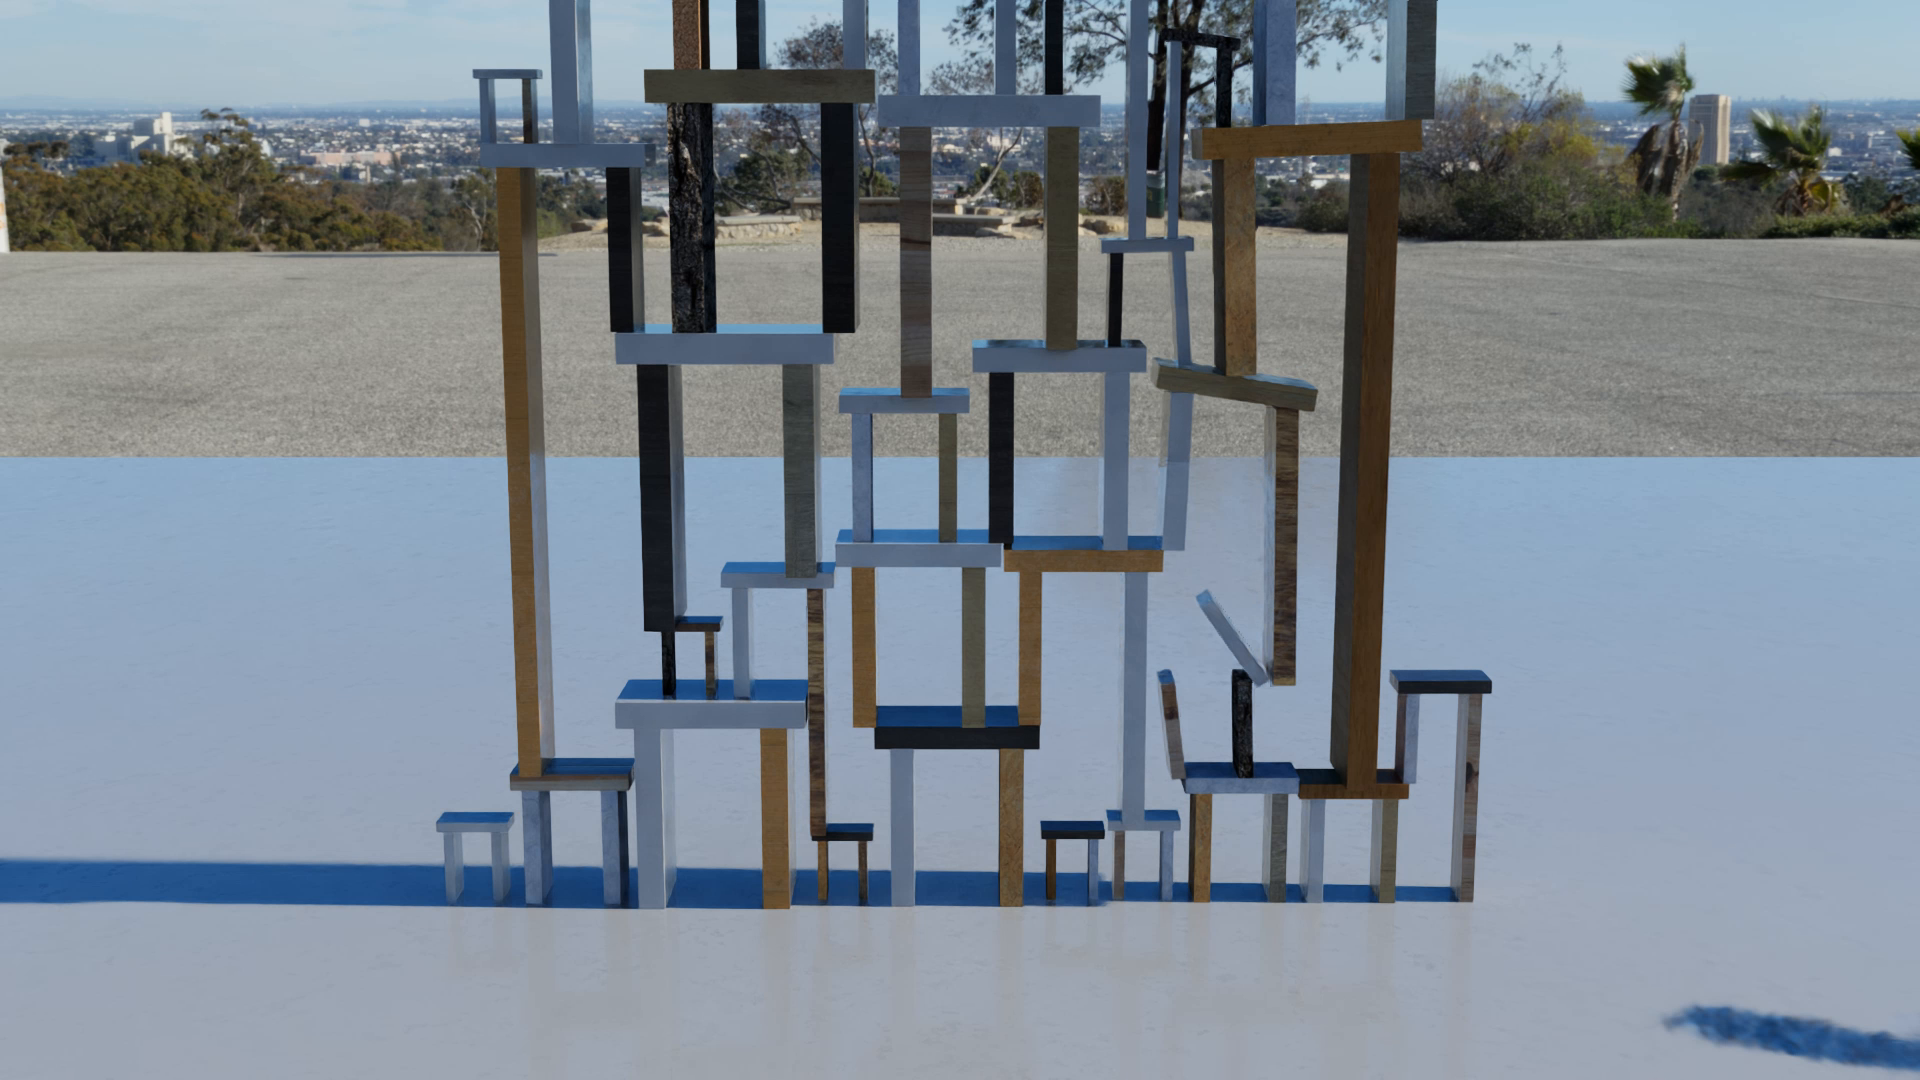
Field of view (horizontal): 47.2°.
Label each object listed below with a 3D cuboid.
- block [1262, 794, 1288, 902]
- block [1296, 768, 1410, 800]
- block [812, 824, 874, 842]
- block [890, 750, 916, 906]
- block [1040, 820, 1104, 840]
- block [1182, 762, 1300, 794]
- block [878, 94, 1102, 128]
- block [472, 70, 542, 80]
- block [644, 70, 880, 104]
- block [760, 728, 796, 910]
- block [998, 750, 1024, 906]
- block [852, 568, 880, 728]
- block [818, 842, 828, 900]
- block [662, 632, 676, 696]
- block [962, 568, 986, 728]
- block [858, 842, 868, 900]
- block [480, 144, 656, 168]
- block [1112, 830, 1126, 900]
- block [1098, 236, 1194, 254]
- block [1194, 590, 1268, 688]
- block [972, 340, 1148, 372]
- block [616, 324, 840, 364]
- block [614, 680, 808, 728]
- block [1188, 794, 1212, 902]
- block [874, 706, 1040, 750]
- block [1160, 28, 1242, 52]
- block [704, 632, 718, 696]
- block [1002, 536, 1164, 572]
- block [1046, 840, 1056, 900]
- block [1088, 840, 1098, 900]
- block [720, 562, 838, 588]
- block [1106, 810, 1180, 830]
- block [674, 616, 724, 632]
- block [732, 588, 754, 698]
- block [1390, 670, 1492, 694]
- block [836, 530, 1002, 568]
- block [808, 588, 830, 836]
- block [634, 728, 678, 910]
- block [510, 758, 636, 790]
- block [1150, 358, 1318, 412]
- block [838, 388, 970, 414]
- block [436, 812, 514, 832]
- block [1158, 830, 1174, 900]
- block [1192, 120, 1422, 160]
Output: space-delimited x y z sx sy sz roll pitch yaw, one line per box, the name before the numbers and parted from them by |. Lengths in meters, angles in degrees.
block | 0.523 0.498 3.656 0.026 0.186 0.093 0 11 0
block | 0.644 0.403 3.633 0.178 0.025 0.089 0 11 0
block | -0.194 0.484 3.646 0.101 0.014 0.050 0 10 0
block | -0.094 0.458 3.648 0.038 0.267 0.134 0 11 0
block | 0.186 0.481 3.646 0.104 0.015 0.052 0 11 0
block | 0.461 0.393 3.636 0.186 0.026 0.093 0 11 0
block | 0.045 -0.668 3.430 0.339 0.048 0.170 0 11 0
block | -0.704 -0.726 3.425 0.099 0.014 0.049 0 11 -1
block | -0.305 -0.706 3.431 0.351 0.050 0.176 0 11 0
block | -0.300 0.440 3.642 0.043 0.305 0.153 0 11 0
block | 0.084 0.458 3.648 0.038 0.267 0.134 0 11 0
block | -0.154 0.161 3.586 0.037 0.264 0.132 0 11 0
block | -0.227 0.541 3.657 0.014 0.101 0.050 0 11 0
block | -0.476 0.196 3.596 0.015 0.105 0.053 0 11 0
block | 0.022 0.161 3.586 0.037 0.264 0.132 0 11 0
block | -0.161 0.541 3.657 0.014 0.101 0.050 0 11 0
block | -0.612 -0.603 3.446 0.254 0.036 0.127 0 11 0
block | 0.263 0.531 3.657 0.017 0.120 0.060 0 11 0
block | 0.293 -0.467 3.474 0.145 0.021 0.072 -1 11 0
block | 0.443 0.160 3.586 0.023 0.164 0.082 -35 9 6
block | 0.156 -0.294 3.509 0.273 0.039 0.136 0 11 0
block | -0.365 -0.312 3.499 0.339 0.048 0.170 0 11 0
block | -0.402 0.269 3.610 0.305 0.043 0.153 0 11 0
block | 0.399 0.498 3.656 0.026 0.186 0.093 0 11 0
block | -0.005 0.308 3.620 0.267 0.038 0.134 0 11 0
block | 0.374 -0.778 3.417 0.119 0.017 0.059 8 10 0
block | -0.406 0.196 3.596 0.015 0.105 0.053 0 11 0
block | 0.197 0.022 3.568 0.254 0.036 0.127 0 11 0
block | 0.151 0.539 3.657 0.015 0.104 0.052 0 11 0
block | 0.221 0.539 3.657 0.015 0.104 0.052 0 11 0
block | -0.293 0.057 3.572 0.181 0.026 0.090 0 11 0
block | 0.303 0.464 3.645 0.120 0.017 0.060 0 11 0
block | -0.441 0.137 3.585 0.105 0.015 0.053 0 11 0
block | -0.354 0.158 3.590 0.026 0.181 0.090 0 11 0
block | 0.785 0.232 3.598 0.151 0.021 0.076 0 11 0
block | -0.066 0.013 3.559 0.264 0.037 0.132 0 11 0
block | -0.233 0.273 3.612 0.026 0.414 0.090 0 11 0
block | -0.503 0.440 3.642 0.043 0.305 0.153 0 11 0
block | -0.637 0.386 3.630 0.194 0.027 0.097 0 11 0
block | 0.435 -0.249 3.514 0.252 0.036 0.126 9 10 -1
block | -0.088 -0.224 3.521 0.206 0.029 0.103 0 11 0
block | -0.802 0.467 3.643 0.117 0.017 0.059 0 11 0
block | 0.343 0.531 3.657 0.017 0.120 0.060 0 11 0
block | 0.538 -0.627 3.444 0.335 0.047 0.167 -2 11 0
